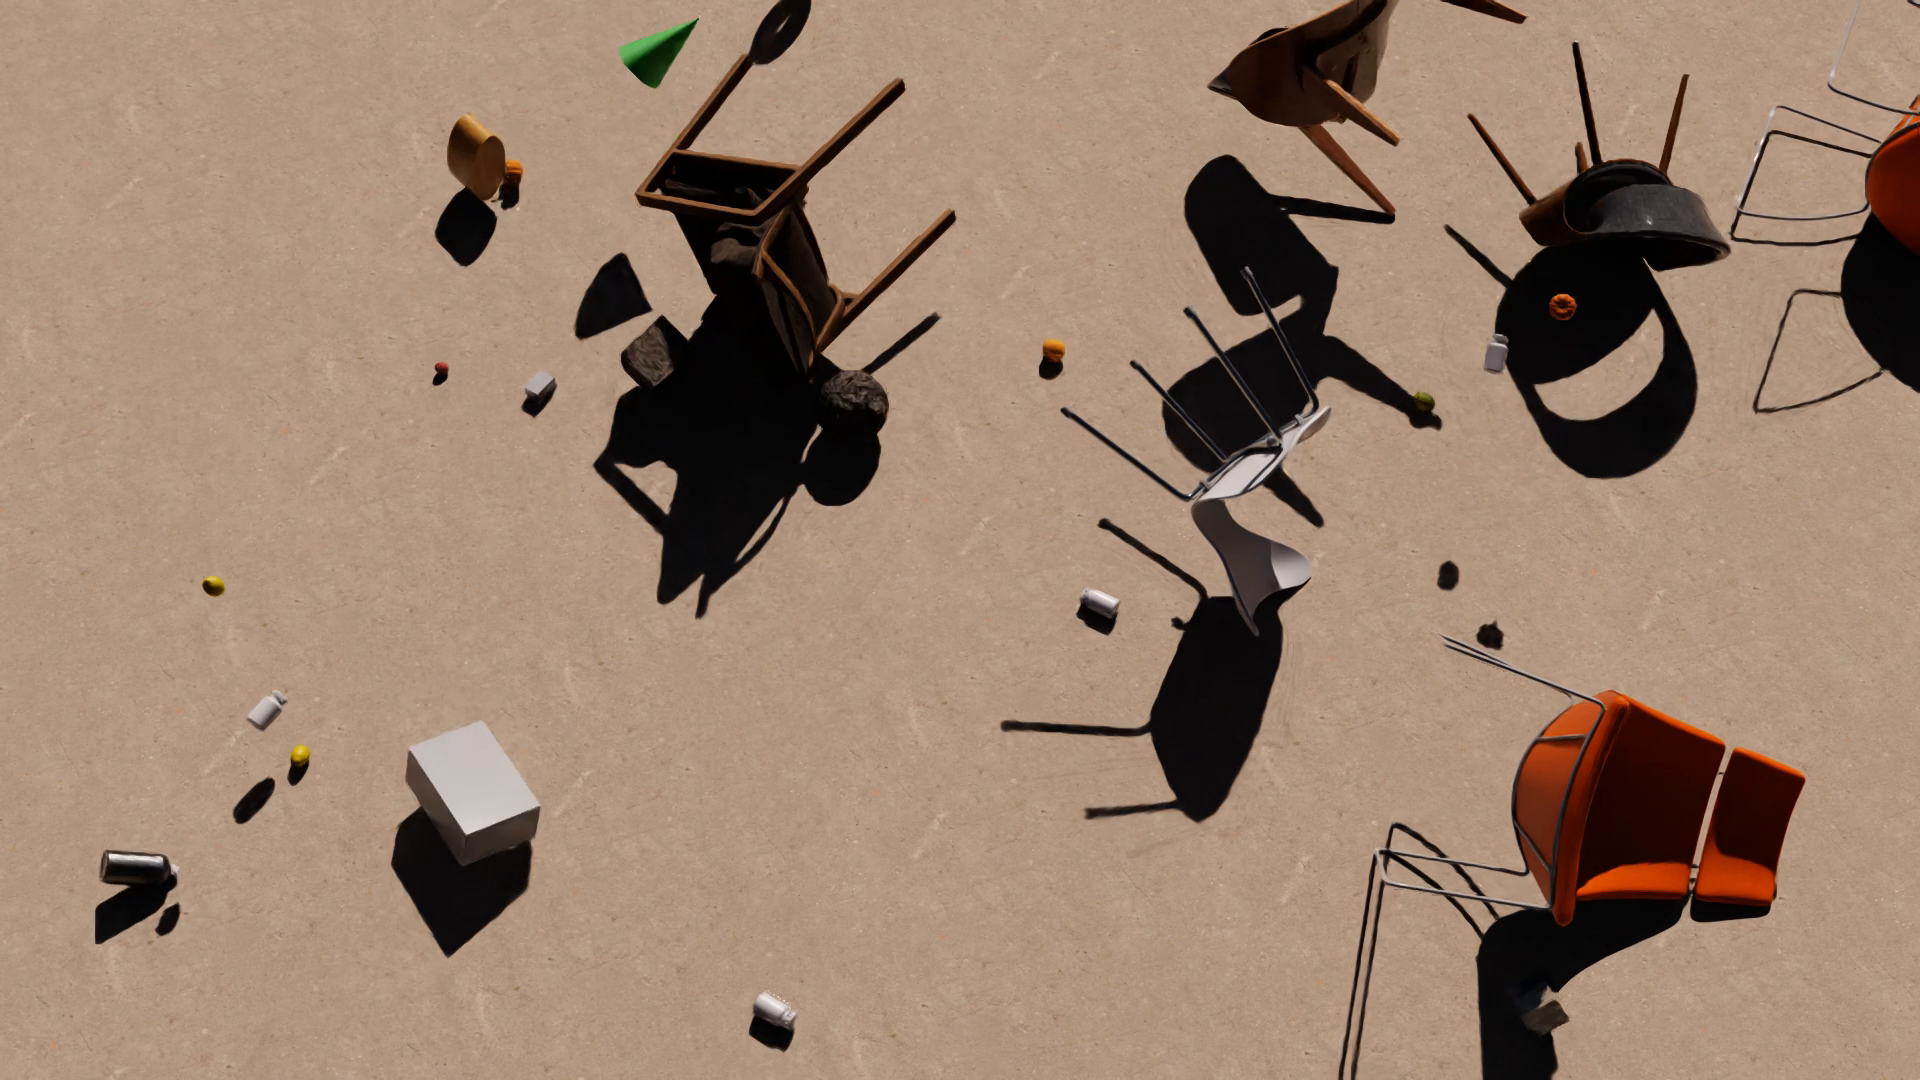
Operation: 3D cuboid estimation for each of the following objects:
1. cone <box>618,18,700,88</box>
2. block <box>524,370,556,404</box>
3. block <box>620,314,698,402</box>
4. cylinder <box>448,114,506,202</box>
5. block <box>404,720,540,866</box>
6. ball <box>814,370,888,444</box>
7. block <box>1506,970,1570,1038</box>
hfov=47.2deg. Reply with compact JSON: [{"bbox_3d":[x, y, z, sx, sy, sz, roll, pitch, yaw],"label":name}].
[{"bbox_3d":[-0.922,-1.576,6.969,0.256,0.251,0.159,-35,87,14],"label":"cone"},{"bbox_3d":[-1.310,-0.477,6.865,0.054,0.048,0.080,29,61,18],"label":"block"},{"bbox_3d":[-0.929,-0.559,6.792,0.149,0.176,0.177,43,78,3],"label":"block"},{"bbox_3d":[-1.592,-1.257,7.235,0.128,0.252,0.144,-25,55,-38],"label":"cylinder"},{"bbox_3d":[-1.324,0.685,5.968,0.223,0.144,0.326,-20,56,-34],"label":"block"},{"bbox_3d":[-0.331,-0.406,6.711,0.226,0.226,0.226,0,56,0],"label":"ball"},{"bbox_3d":[1.487,1.194,5.658,0.101,0.110,0.097,-30,38,12],"label":"block"}]
